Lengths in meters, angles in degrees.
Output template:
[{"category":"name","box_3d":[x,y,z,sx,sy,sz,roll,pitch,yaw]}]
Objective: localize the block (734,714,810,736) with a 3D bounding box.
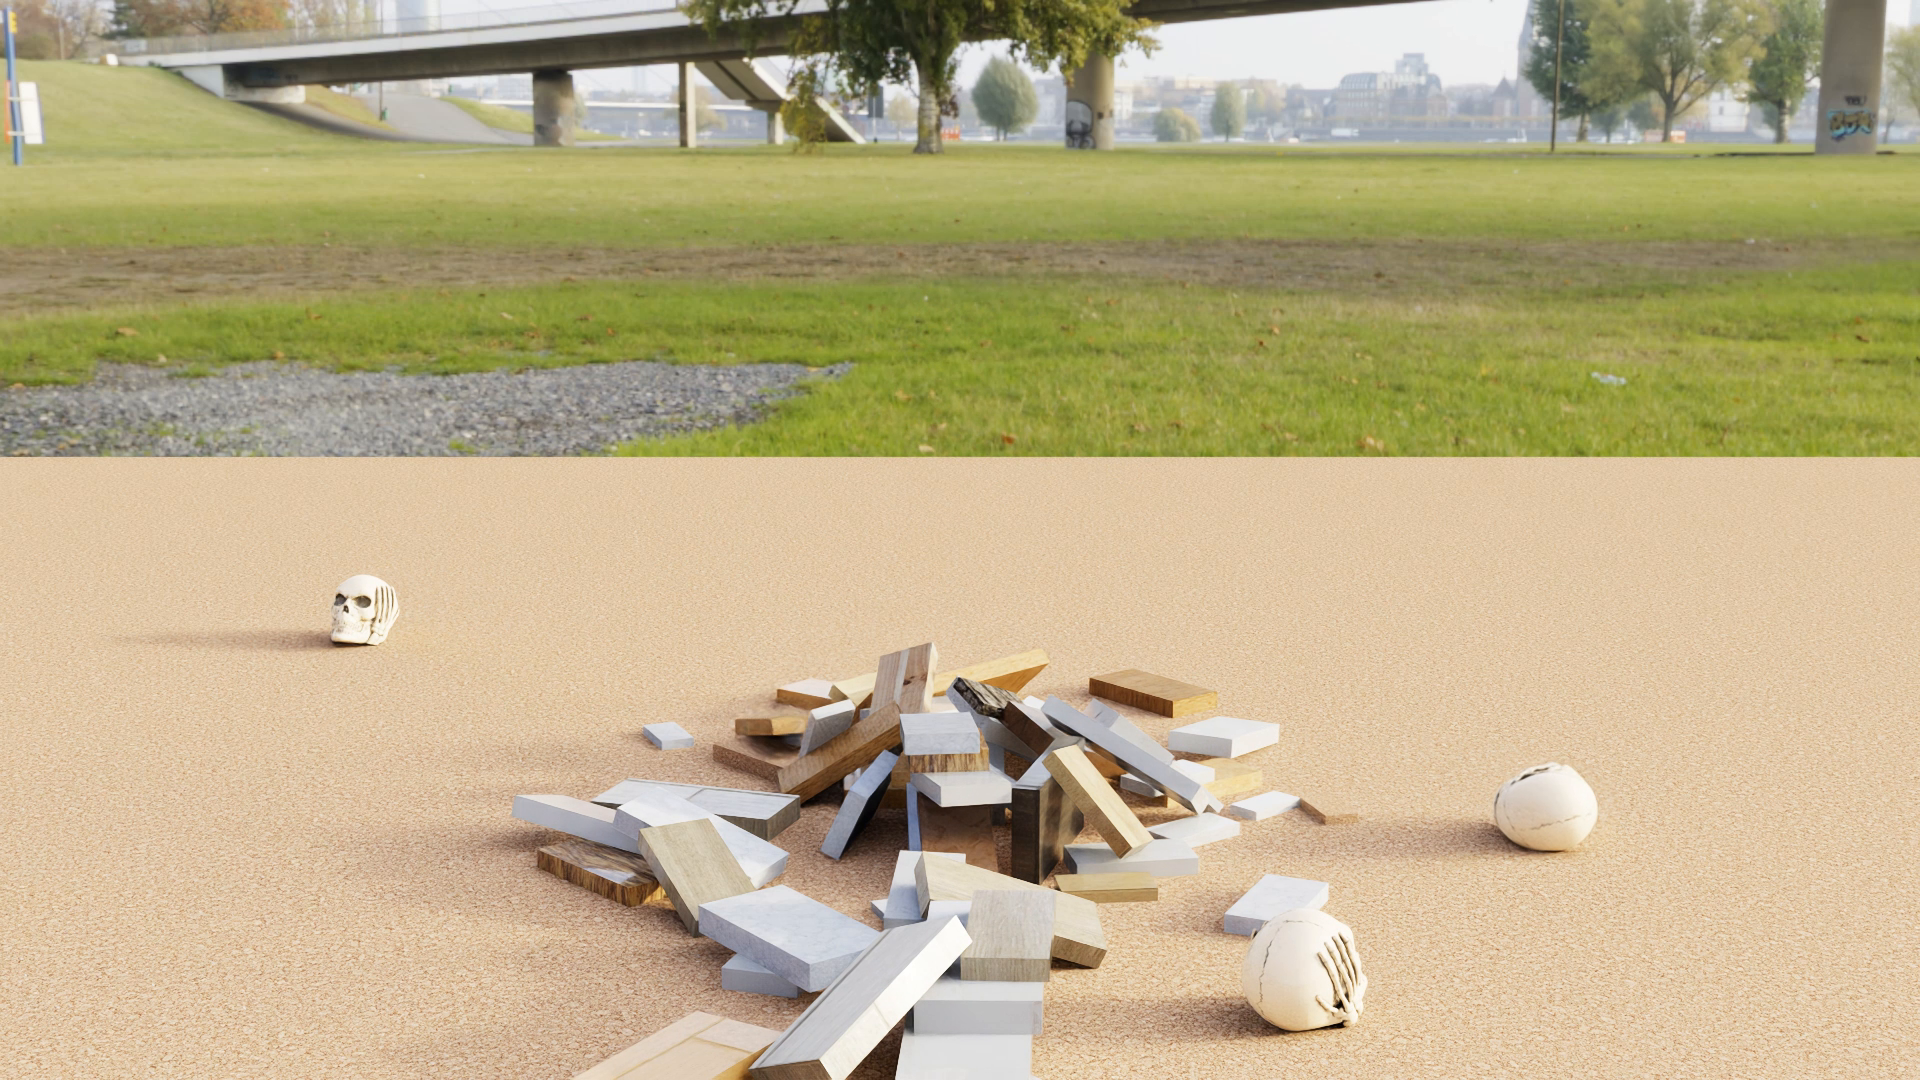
[{"category":"block","box_3d":[-0.364,0.373,4.448,0.115,0.033,0.230,-3,-3,-25]}]

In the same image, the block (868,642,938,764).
[{"category":"block","box_3d":[-0.115,0.318,4.351,0.115,0.033,0.347,-16,26,12]}]

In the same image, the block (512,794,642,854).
[{"category":"block","box_3d":[-0.633,0.502,3.881,0.292,0.038,0.135,11,-1,28]}]

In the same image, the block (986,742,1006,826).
[{"category":"block","box_3d":[0.003,0.439,4.168,0.162,0.046,0.324,0,23,0]}]

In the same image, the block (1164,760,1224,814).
[{"category":"block","box_3d":[0.422,0.457,4.055,0.018,0.128,0.064,-51,9,-21]}]

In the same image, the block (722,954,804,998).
[{"category":"block","box_3d":[-0.261,0.632,3.352,0.120,0.034,0.239,3,11,16]}]

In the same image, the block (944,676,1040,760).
[{"category":"block","box_3d":[0.124,0.366,4.267,0.304,0.043,0.152,25,16,-38]}]

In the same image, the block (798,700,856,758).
[{"category":"block","box_3d":[-0.258,0.376,4.236,0.084,0.168,0.024,-14,54,-26]}]

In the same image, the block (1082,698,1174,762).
[{"category":"block","box_3d":[0.331,0.385,4.362,0.135,0.038,0.270,38,-3,-8]}]

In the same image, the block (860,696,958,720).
[{"category":"block","box_3d":[-0.046,0.359,4.503,0.162,0.046,0.324,1,2,32]}]

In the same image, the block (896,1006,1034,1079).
[{"category":"block","box_3d":[0.005,0.701,2.849,0.171,0.048,0.669,0,13,3]}]

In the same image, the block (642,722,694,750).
[{"category":"block","box_3d":[-0.609,0.409,4.592,0.068,0.019,0.137,-5,12,-24]}]

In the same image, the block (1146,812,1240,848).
[{"category":"block","box_3d":[0.417,0.525,3.956,0.161,0.023,0.081,-8,13,-37]}]

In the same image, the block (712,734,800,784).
[{"category":"block","box_3d":[-0.370,0.438,4.393,0.124,0.035,0.248,-9,14,-41]}]

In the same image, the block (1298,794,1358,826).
[{"category":"block","box_3d":[0.685,0.501,4.097,0.064,0.018,0.128,-3,11,-14]}]

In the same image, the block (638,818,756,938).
[{"category":"block","box_3d":[-0.421,0.547,3.579,0.124,0.035,0.248,-6,32,-29]}]

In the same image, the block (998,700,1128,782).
[{"category":"block","box_3d":[0.222,0.390,4.199,0.304,0.043,0.152,20,14,-49]}]

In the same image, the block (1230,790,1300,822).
[{"category":"block","box_3d":[0.572,0.497,4.118,0.128,0.018,0.064,-9,14,-41]}]

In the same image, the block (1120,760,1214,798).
[{"category":"block","box_3d":[0.394,0.451,4.168,0.168,0.024,0.084,-9,14,-40]}]

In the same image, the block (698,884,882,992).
[{"category":"block","box_3d":[-0.248,0.598,3.320,0.154,0.044,0.309,-8,13,-37]}]

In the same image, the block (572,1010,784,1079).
[{"category":"block","box_3d":[-0.381,0.710,2.904,0.154,0.044,0.309,6,12,30]}]

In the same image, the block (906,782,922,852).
[{"category":"block","box_3d":[-0.036,0.503,3.854,0.111,0.031,0.221,-1,30,-3]}]

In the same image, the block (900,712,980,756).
[{"category":"block","box_3d":[-0.038,0.340,3.873,0.128,0.036,0.256,-1,3,-3]}]

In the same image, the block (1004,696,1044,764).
[{"category":"block","box_3d":[0.158,0.390,4.488,0.135,0.038,0.270,25,15,13]}]

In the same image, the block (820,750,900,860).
[{"category":"block","box_3d":[-0.176,0.472,3.945,0.036,0.128,0.256,27,15,6]}]

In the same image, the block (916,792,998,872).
[{"category":"block","box_3d":[-0.006,0.508,3.712,0.120,0.034,0.240,-1,30,-4]}]

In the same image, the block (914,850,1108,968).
[{"category":"block","box_3d":[0.076,0.563,3.352,0.292,0.036,0.128,19,22,-15]}]

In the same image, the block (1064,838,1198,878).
[{"category":"block","box_3d":[0.294,0.551,3.794,0.213,0.030,0.107,-2,11,-10]}]

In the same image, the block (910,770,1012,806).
[{"category":"block","box_3d":[-0.001,0.418,3.779,0.120,0.034,0.240,-2,3,-13]}]

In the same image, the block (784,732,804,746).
[{"category":"block","box_3d":[-0.280,0.402,4.448,0.137,0.019,0.068,1,3,-29]}]

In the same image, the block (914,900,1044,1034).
[{"category":"block","box_3d":[0.033,0.595,3.087,0.171,0.048,0.341,0,13,3]}]

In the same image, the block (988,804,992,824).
[{"category":"block","box_3d":[-0.006,0.507,3.782,0.120,0.034,0.240,0,30,-2]}]

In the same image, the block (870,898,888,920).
[{"category":"block","box_3d":[-0.102,0.604,3.555,0.051,0.015,0.103,-4,11,-22]}]

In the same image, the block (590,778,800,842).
[{"category":"block","box_3d":[-0.487,0.497,4.054,0.352,0.043,0.152,4,11,18]}]

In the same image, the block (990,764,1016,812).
[{"category":"block","box_3d":[0.091,0.464,4.023,0.161,0.023,0.081,33,17,-7]}]

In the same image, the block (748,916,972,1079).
[{"category":"block","box_3d":[-0.131,0.622,2.946,0.154,0.044,0.309,-21,14,45]}]

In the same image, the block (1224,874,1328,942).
[{"category":"block","box_3d":[0.514,0.594,3.562,0.107,0.030,0.213,5,12,26]}]

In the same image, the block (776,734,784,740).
[{"category":"block","box_3d":[-0.361,0.401,4.636,0.068,0.019,0.137,-7,13,-34]}]

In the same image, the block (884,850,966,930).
[{"category":"block","box_3d":[-0.053,0.546,3.398,0.104,0.030,0.209,2,21,5]}]

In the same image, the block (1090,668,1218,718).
[{"category":"block","box_3d":[0.429,0.341,4.906,0.135,0.038,0.270,-8,13,-38]}]

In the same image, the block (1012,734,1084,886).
[{"category":"block","box_3d":[0.157,0.470,3.849,0.048,0.171,0.341,3,11,16]}]

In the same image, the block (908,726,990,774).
[{"category":"block","box_3d":[-0.024,0.374,3.928,0.135,0.038,0.271,-1,3,-3]}]

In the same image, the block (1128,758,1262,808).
[{"category":"block","box_3d":[0.455,0.467,4.243,0.234,0.033,0.117,-7,13,-33]}]

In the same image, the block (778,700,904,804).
[{"category":"block","box_3d":[-0.221,0.407,4.177,0.265,0.035,0.124,-32,17,0]}]

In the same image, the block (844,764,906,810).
[{"category":"block","box_3d":[-0.158,0.462,4.256,0.135,0.038,0.270,-1,11,-3]}]

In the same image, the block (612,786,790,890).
[{"category":"block","box_3d":[-0.442,0.512,3.748,0.271,0.038,0.135,24,18,18]}]

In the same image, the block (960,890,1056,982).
[{"category":"block","box_3d":[0.071,0.553,3.085,0.120,0.034,0.239,0,13,5]}]

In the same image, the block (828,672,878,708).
[{"category":"block","box_3d":[-0.168,0.339,4.789,0.115,0.033,0.229,39,29,27]}]

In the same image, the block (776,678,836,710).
[{"category":"block","box_3d":[-0.279,0.350,4.869,0.234,0.033,0.117,8,13,36]}]

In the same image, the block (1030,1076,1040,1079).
[{"category":"block","box_3d":[0.068,0.720,2.932,0.046,0.013,0.092,-9,14,-40]}]

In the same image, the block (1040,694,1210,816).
[{"category":"block","box_3d":[0.301,0.393,4.017,0.329,0.034,0.120,30,-10,22]}]

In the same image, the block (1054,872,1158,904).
[{"category":"block","box_3d":[0.243,0.580,3.663,0.161,0.023,0.081,-1,11,-6]}]

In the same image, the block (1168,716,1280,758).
[{"category":"block","box_3d":[0.541,0.401,4.489,0.135,0.038,0.270,6,5,28]}]

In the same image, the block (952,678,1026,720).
[{"category":"block","box_3d":[0.068,0.309,4.181,0.168,0.024,0.084,20,20,-49]}]

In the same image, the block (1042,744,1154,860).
[{"category":"block","box_3d":[0.236,0.447,3.771,0.213,0.030,0.107,50,19,16]}]

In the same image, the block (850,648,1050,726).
[{"category":"block","box_3d":[-0.027,0.330,4.748,0.532,0.038,0.135,-11,-26,-46]}]

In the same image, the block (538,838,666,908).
[{"category":"block","box_3d":[-0.593,0.560,3.737,0.117,0.033,0.273,-10,14,-43]}]

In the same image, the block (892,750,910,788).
[{"category":"block","box_3d":[-0.048,0.402,4.063,0.111,0.031,0.221,3,18,11]}]
